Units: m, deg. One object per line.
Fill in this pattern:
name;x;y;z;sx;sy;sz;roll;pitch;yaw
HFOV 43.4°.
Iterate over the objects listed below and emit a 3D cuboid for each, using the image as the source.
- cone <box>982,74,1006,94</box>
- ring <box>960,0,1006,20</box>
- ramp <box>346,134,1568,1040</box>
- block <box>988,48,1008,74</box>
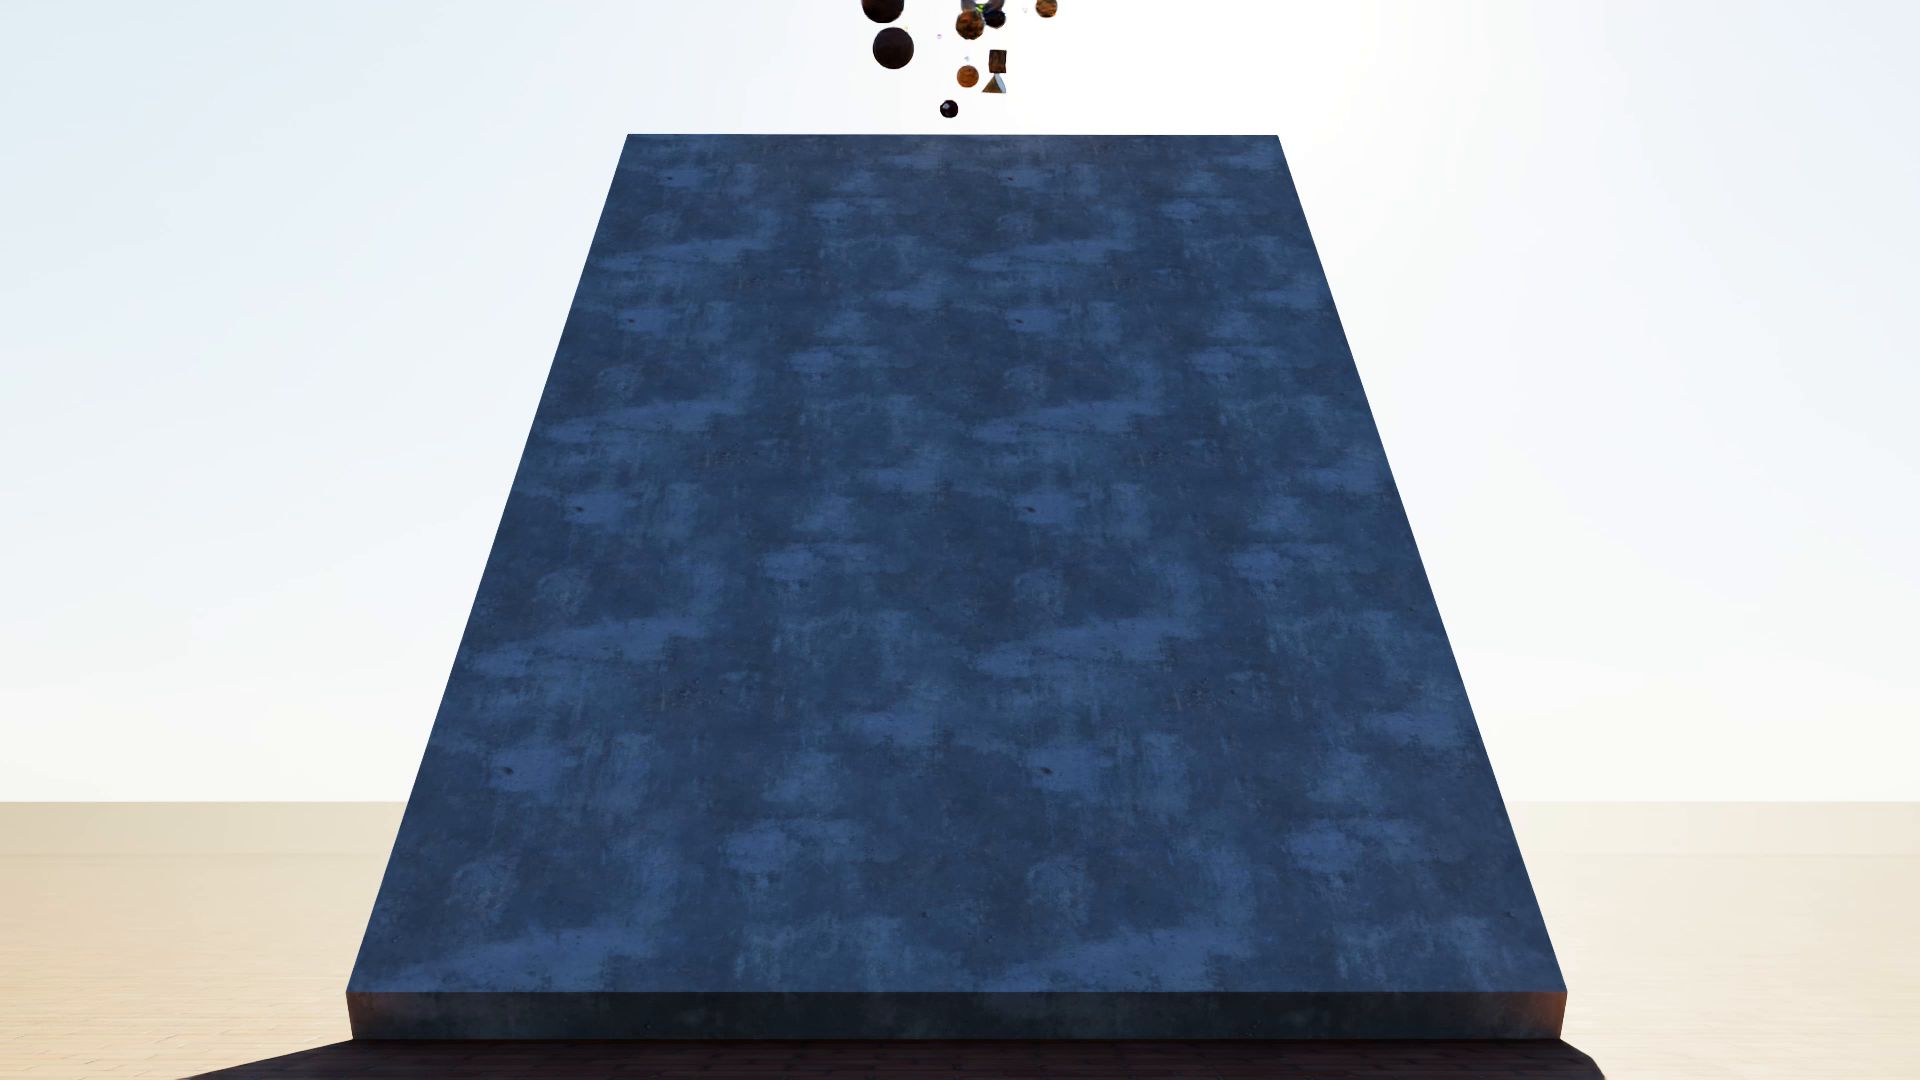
cone;0.093;-1.381;7.367;0.074;0.074;0.074;-22;-14;21
ring;0.070;-1.646;7.363;0.148;0.148;0.049;-2;-33;18
ramp;-0.013;-0.211;5.706;2.000;0.100;4.000;0;30;0
block;0.116;-1.449;7.308;0.055;0.055;0.055;4;-19;6
